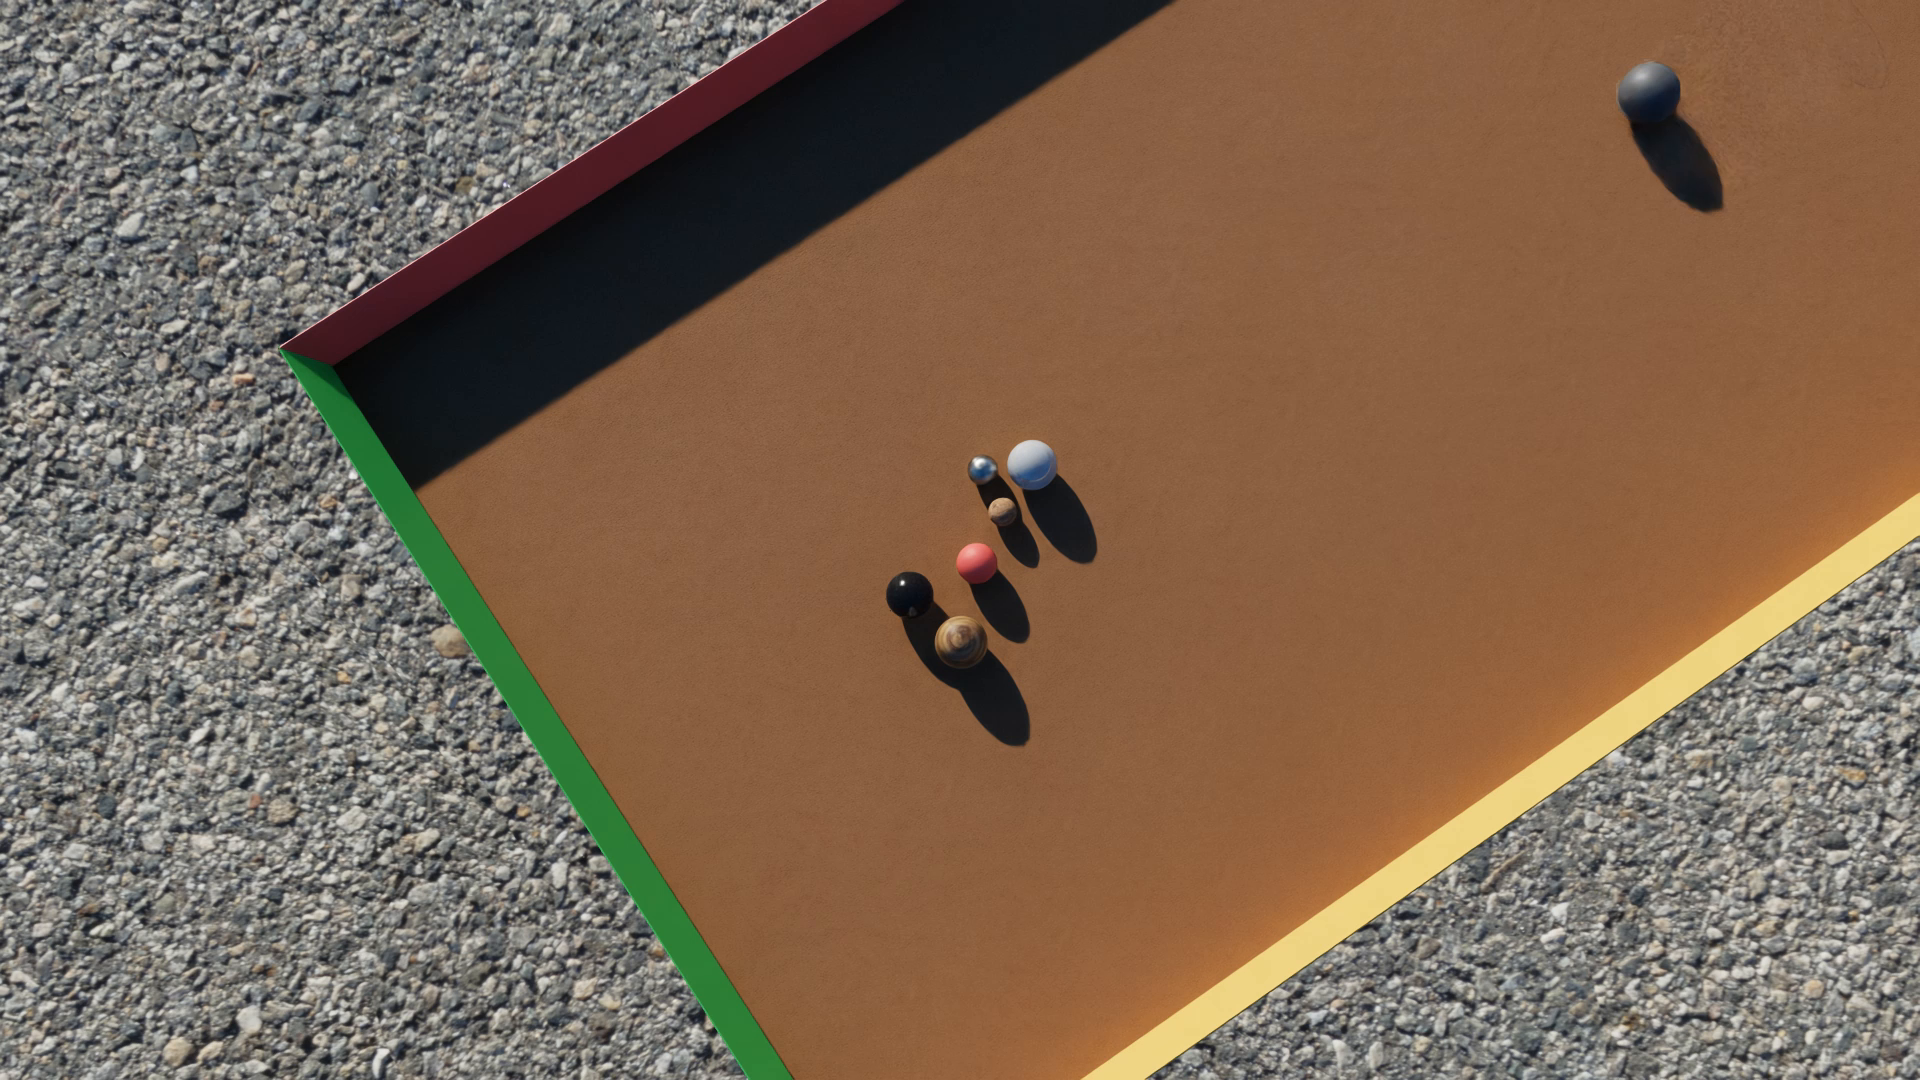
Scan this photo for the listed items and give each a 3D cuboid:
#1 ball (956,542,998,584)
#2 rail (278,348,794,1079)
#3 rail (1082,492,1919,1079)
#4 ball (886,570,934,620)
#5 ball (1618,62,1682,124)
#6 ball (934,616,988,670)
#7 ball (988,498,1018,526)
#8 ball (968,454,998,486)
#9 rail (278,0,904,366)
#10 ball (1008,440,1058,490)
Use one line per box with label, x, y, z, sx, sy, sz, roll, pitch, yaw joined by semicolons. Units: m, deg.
ball;0.025;0.035;3.280;0.061;0.061;0.061;0;80;0
rail;-0.544;0.358;3.193;0.045;0.121;1.581;-34;82;-5
rail;0.994;0.244;3.212;2.724;0.121;0.045;-34;82;-5
ball;-0.075;0.082;3.267;0.072;0.072;0.072;0;80;0
ball;1.062;-0.689;3.389;0.093;0.093;0.093;0;80;0
ball;0.002;0.151;3.251;0.079;0.079;0.079;0;80;0
ball;0.064;-0.042;3.303;0.043;0.043;0.043;0;80;0
ball;0.034;-0.106;3.312;0.047;0.047;0.047;0;80;0
rail;0.134;-1.007;3.429;2.724;0.121;0.045;-34;82;-5
ball;0.109;-0.112;3.298;0.076;0.076;0.076;0;80;0
